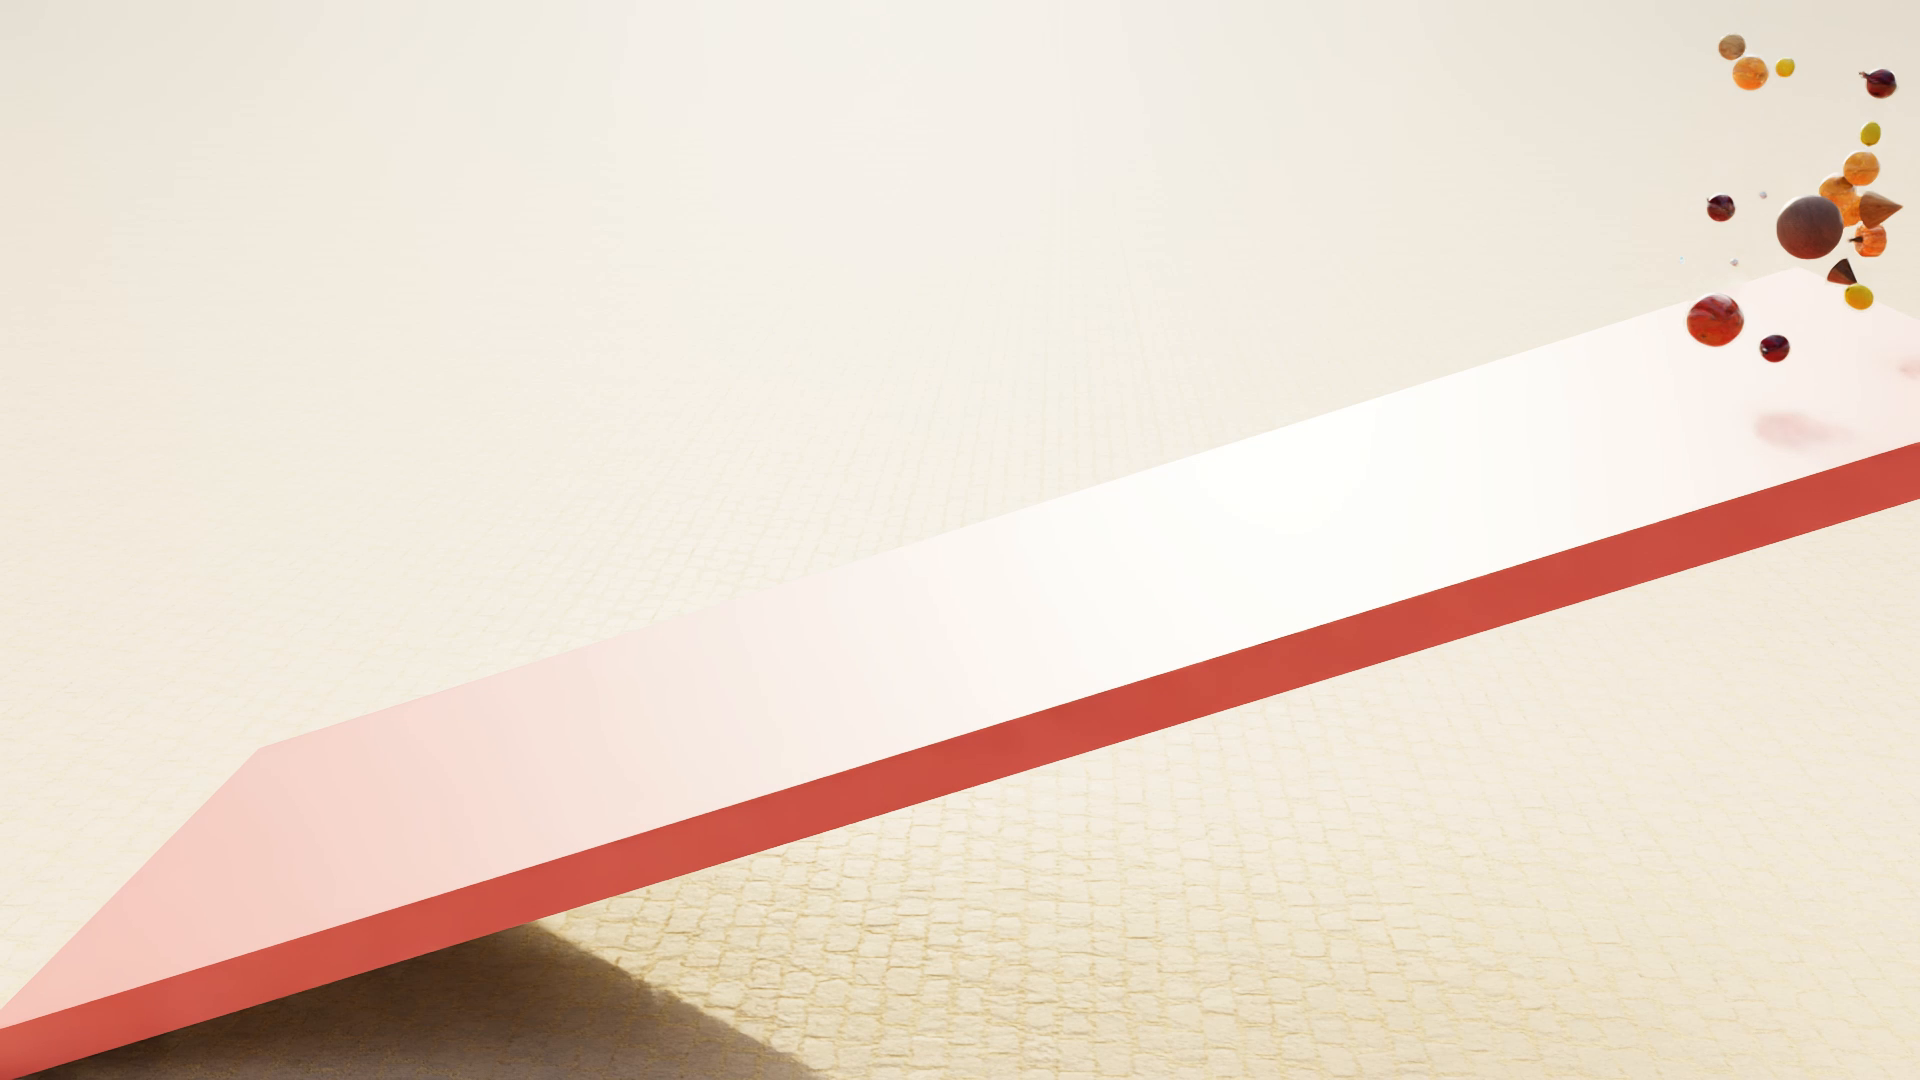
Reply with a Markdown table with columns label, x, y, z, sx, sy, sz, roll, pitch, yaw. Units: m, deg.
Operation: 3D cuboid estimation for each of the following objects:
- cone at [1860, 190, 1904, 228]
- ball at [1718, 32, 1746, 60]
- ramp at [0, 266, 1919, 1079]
| label | x | y | z | sx | sy | sz | roll | pitch | yaw |
| --- | --- | --- | --- | --- | --- | --- | --- | --- | --- |
| cone | 1.878 | -0.672 | 5.957 | 0.079 | 0.079 | 0.079 | -9 | 6 | -38 |
| ball | 1.572 | -1.005 | 5.989 | 0.055 | 0.055 | 0.055 | 0 | 12 | 0 |
| ramp | 0.102 | 0.182 | 6.309 | 4.000 | 0.100 | 2.000 | -17 | 10 | 5 |
